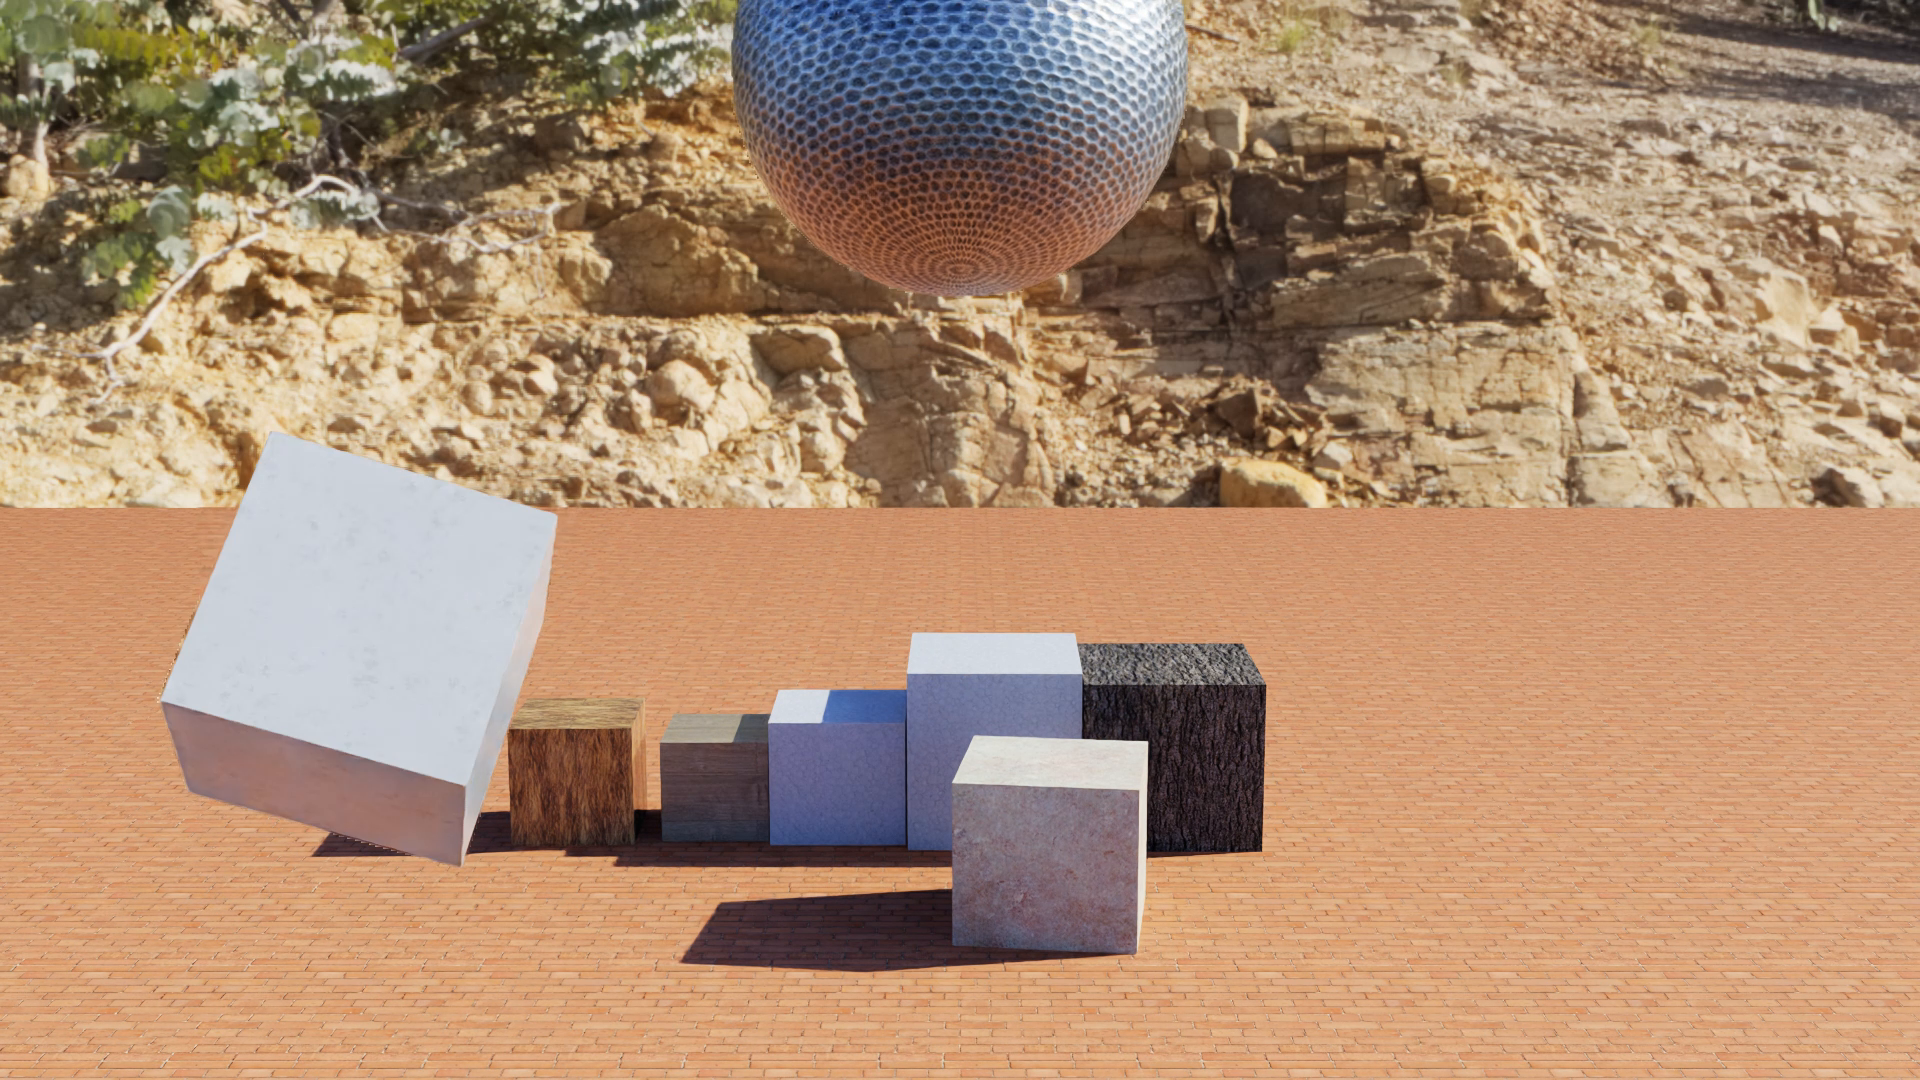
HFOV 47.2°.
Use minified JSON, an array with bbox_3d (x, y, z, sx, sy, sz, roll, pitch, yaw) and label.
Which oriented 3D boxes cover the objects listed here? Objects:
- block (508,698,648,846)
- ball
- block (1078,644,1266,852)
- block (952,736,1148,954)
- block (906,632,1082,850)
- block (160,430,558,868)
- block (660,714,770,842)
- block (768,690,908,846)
[{"bbox_3d":[-1.961,1.187,11.339,0.617,0.609,0.615,0,10,-2],"label":"block"},{"bbox_3d":[0.000,-1.655,7.706,1.600,1.600,1.600,0,10,0],"label":"ball"},{"bbox_3d":[1.063,1.055,11.368,0.899,0.858,0.911,0,10,0],"label":"block"},{"bbox_3d":[0.420,1.365,9.974,0.815,0.746,0.781,1,10,7],"label":"block"},{"bbox_3d":[0.176,1.026,11.380,0.867,0.910,0.910,0,10,1],"label":"block"},{"bbox_3d":[-1.080,0.213,4.022,0.520,0.526,0.523,17,-26,-6],"label":"block"},{"bbox_3d":[-1.240,1.224,11.388,0.543,0.518,0.565,0,10,0],"label":"block"},{"bbox_3d":[-0.616,1.166,11.373,0.685,0.636,0.678,0,10,0],"label":"block"}]
